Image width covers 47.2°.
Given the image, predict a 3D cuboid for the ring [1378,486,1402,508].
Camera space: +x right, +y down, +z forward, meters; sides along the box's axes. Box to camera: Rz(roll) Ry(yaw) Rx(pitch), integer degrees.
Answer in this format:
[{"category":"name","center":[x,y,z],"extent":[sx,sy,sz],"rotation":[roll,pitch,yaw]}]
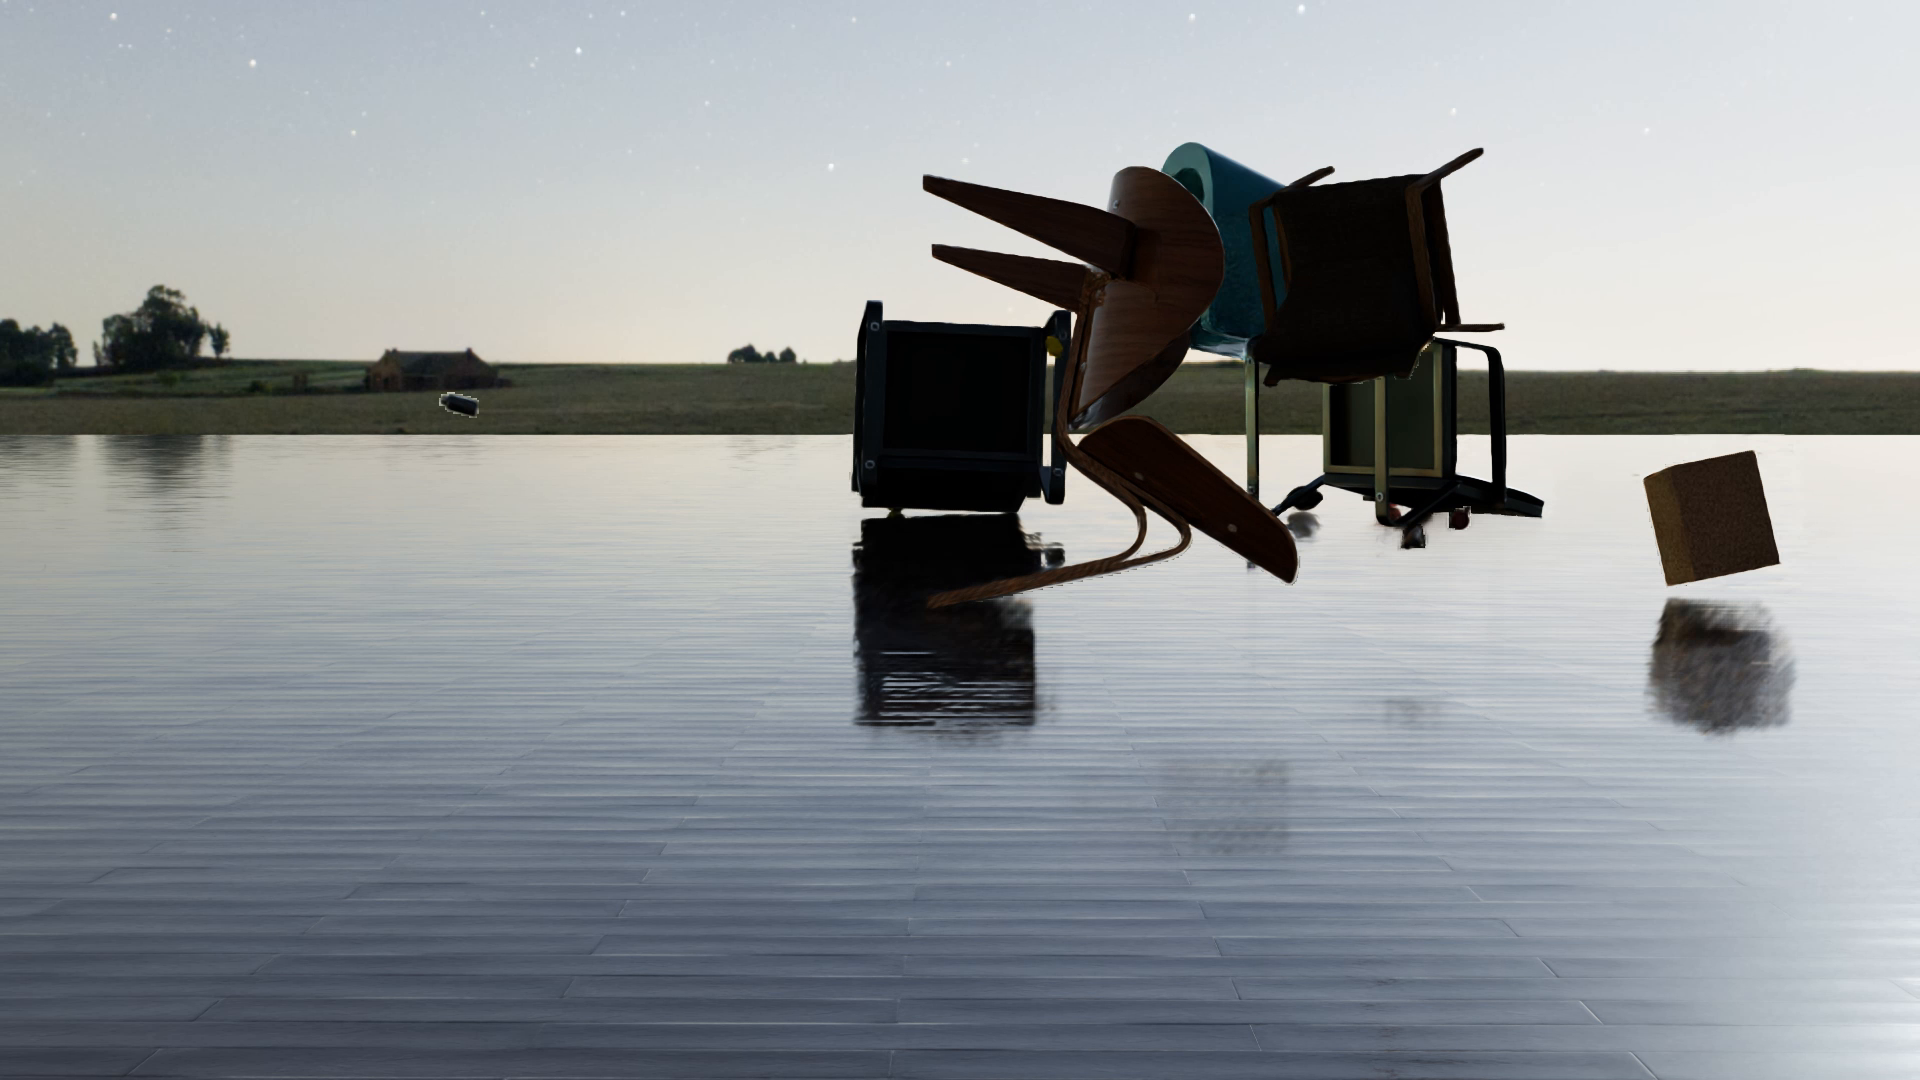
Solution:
[{"category":"ring","center":[1.636,-0.163,8.372],"extent":[0.052,0.078,0.111],"rotation":[25,29,38]}]

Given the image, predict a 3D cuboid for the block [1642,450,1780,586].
[{"category":"block","center":[1.635,-0.044,4.795],"extent":[0.182,0.249,0.238],"rotation":[-11,-5,3]}]

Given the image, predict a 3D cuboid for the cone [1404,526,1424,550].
[{"category":"cone","center":[1.276,0.007,6.126],"extent":[0.060,0.075,0.048],"rotation":[-10,38,-35]}]

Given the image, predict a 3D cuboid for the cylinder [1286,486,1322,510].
[{"category":"cylinder","center":[1.268,-0.154,8.097],"extent":[0.052,0.076,0.139],"rotation":[26,-22,-30]}]
